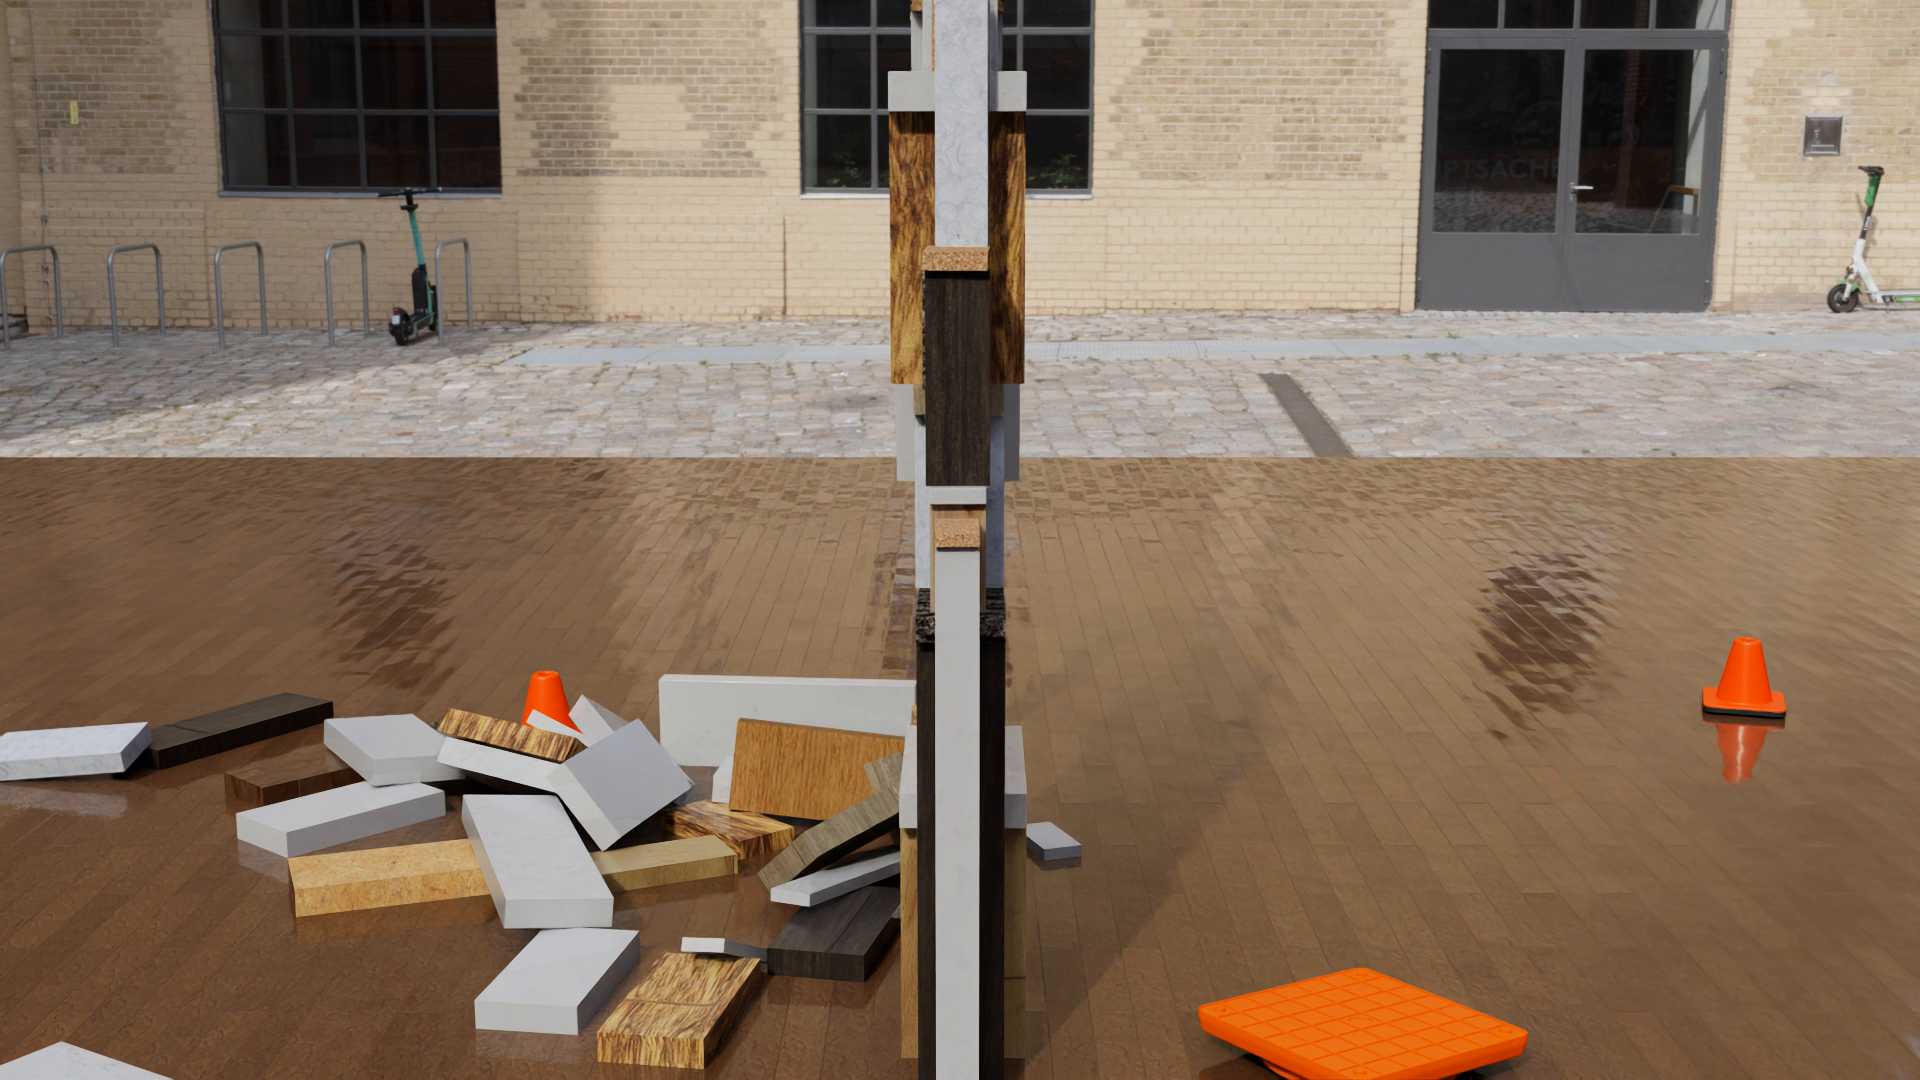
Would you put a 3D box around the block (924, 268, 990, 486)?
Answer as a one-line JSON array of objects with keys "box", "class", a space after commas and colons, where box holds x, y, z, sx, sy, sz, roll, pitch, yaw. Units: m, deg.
[{"box": [-0.003, -0.204, 2.771, 0.081, 0.272, 0.023, 0, 10, 0], "class": "block"}]

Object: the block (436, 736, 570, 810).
[{"box": [-0.777, 0.446, 4.069, 0.369, 0.050, 0.178, 8, -19, 36], "class": "block"}]

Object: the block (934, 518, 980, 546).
[{"box": [-0.004, -0.009, 2.717, 0.054, 0.015, 0.109, 0, 11, -1], "class": "block"}]

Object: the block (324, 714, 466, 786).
[{"box": [-1.104, 0.406, 4.285, 0.178, 0.050, 0.356, -1, 9, -30], "class": "block"}]

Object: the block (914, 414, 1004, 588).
[{"box": [-0.001, -0.056, 2.956, 0.119, 0.238, 0.034, 0, 10, 0], "class": "block"}]

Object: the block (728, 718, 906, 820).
[{"box": [-0.250, 0.426, 4.008, 0.324, 0.162, 0.046, 6, 5, 2], "class": "block"}]

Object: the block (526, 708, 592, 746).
[{"box": [-0.760, 0.401, 4.387, 0.214, 0.030, 0.107, 19, -12, 41], "class": "block"}]

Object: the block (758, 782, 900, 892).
[{"box": [-0.172, 0.485, 3.728, 0.341, 0.046, 0.162, -23, -16, -46], "class": "block"}]

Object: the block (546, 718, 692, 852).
[{"box": [-0.605, 0.433, 3.927, 0.046, 0.162, 0.324, -39, -2, 17], "class": "block"}]

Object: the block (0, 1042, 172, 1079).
[{"box": [-1.152, 0.719, 2.881, 0.239, 0.034, 0.120, 7, 12, 31], "class": "block"}]

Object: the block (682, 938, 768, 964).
[{"box": [-0.349, 0.615, 3.294, 0.072, 0.020, 0.143, -3, -17, 24], "class": "block"}]

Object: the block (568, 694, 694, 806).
[{"box": [-0.641, 0.405, 4.271, 0.175, 0.050, 0.350, 35, -4, -23], "class": "block"}]

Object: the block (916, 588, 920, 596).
[{"box": [-0.002, -0.063, 3.116, 0.119, 0.282, 0.034, 0, 11, 0], "class": "block"}]

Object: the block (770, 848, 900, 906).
[{"box": [-0.181, 0.550, 3.603, 0.072, 0.020, 0.360, 4, 5, 28], "class": "block"}]

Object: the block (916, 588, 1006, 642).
[{"box": [0.001, 0.094, 2.890, 0.113, 0.032, 0.227, 0, 10, 0], "class": "block"}]

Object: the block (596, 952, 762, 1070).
[{"box": [-0.396, 0.667, 3.136, 0.150, 0.043, 0.301, 2, 11, 10], "class": "block"}]

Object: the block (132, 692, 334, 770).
[{"box": [-1.535, 0.396, 4.599, 0.146, 0.041, 0.454, 6, 12, 31], "class": "block"}]

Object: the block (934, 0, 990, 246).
[{"box": [0.003, -0.558, 2.822, 0.068, 0.359, 0.019, 1, 10, 7], "class": "block"}]

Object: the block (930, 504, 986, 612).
[{"box": [-0.003, 0.021, 2.805, 0.071, 0.142, 0.020, 0, 10, 0], "class": "block"}]

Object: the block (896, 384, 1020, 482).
[{"box": [-0.003, -0.350, 3.189, 0.179, 0.528, 0.051, 0, 11, 0], "class": "block"}]

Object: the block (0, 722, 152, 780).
[{"box": [-1.771, 0.419, 4.350, 0.292, 0.041, 0.146, -4, 19, 3], "class": "block"}]

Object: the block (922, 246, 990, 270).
[{"box": [-0.004, -0.359, 2.799, 0.081, 0.023, 0.163, 0, 10, 2], "class": "block"}]

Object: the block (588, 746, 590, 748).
[{"box": [-0.752, 0.427, 4.290, 0.214, 0.030, 0.107, 9, -27, 40], "class": "block"}]

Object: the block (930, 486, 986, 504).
[{"box": [-0.003, -0.068, 2.837, 0.071, 0.020, 0.142, 0, 10, 0], "class": "block"}]

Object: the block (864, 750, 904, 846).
[{"box": [-0.110, 0.463, 3.932, 0.079, 0.158, 0.022, -15, -10, -46], "class": "block"}]

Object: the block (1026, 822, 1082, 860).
[{"box": [0.155, 0.535, 3.912, 0.071, 0.020, 0.142, -4, 11, -20], "class": "block"}]

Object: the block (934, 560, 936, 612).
[{"box": [-0.004, 0.045, 2.765, 0.054, 0.109, 0.015, 0, 11, 0], "class": "block"}]

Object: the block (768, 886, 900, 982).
[{"box": [-0.185, 0.611, 3.441, 0.150, 0.043, 0.301, 2, 11, 12], "class": "block"}]

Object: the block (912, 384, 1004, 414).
[{"box": [-0.003, -0.204, 3.009, 0.119, 0.034, 0.238, 0, 11, 0], "class": "block"}]

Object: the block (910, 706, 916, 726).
[{"box": [-0.003, 0.315, 3.412, 0.148, 0.042, 0.296, 0, 11, 0], "class": "block"}]

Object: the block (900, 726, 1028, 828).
[{"box": [0.005, 0.329, 3.086, 0.170, 0.048, 0.339, 0, 11, 0], "class": "block"}]

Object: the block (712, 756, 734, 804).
[{"box": [-0.277, 0.461, 4.128, 0.350, 0.050, 0.175, 4, 7, 2], "class": "block"}]

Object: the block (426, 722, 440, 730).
[{"box": [-0.960, 0.404, 4.434, 0.214, 0.030, 0.107, 2, -20, 22], "class": "block"}]

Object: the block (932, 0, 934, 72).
[{"box": [-0.003, -0.684, 2.893, 0.068, 0.136, 0.019, 0, 10, 0], "class": "block"}]

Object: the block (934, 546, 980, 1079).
[{"box": [-0.003, 0.376, 2.752, 0.054, 0.755, 0.015, 0, 11, 0], "class": "block"}]

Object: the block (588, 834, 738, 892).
[{"box": [-0.534, 0.556, 3.759, 0.283, 0.034, 0.120, -5, 12, -25], "class": "block"}]

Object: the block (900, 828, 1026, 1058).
[{"box": [0.004, 0.540, 3.010, 0.170, 0.339, 0.048, 0, 11, 0], "class": "block"}]

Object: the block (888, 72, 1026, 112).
[{"box": [-0.003, -0.613, 3.019, 0.179, 0.051, 0.358, 0, 11, 0], "class": "block"}]

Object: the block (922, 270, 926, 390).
[{"box": [-0.007, -0.278, 2.870, 0.081, 0.163, 0.023, 1, 11, 6], "class": "block"}]

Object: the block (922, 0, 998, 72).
[{"box": [0.000, -0.753, 3.063, 0.104, 0.208, 0.029, 0, 8, 0], "class": "block"}]

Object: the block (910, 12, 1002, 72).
[{"box": [-0.005, -0.653, 3.303, 0.136, 0.272, 0.039, 0, 11, 0], "class": "block"}]

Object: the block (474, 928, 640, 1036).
[{"box": [-0.589, 0.647, 3.248, 0.150, 0.043, 0.301, 2, 11, 9], "class": "block"}]

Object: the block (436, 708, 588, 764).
[{"box": [-0.818, 0.412, 4.205, 0.355, 0.050, 0.178, 8, -28, 36], "class": "block"}]

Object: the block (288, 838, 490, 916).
[{"box": [-0.949, 0.563, 3.688, 0.330, 0.047, 0.165, -4, 11, -20], "class": "block"}]

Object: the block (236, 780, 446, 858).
[{"box": [-1.128, 0.501, 4.019, 0.165, 0.047, 0.330, 9, 14, 41], "class": "block"}]

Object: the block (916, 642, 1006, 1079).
[{"box": [0.001, 0.425, 2.875, 0.113, 0.614, 0.032, 0, 10, 0], "class": "block"}]

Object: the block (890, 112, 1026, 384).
[{"box": [-0.003, -0.390, 2.939, 0.179, 0.358, 0.051, 0, 11, 0], "class": "block"}]

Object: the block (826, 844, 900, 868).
[{"box": [-0.151, 0.557, 3.793, 0.143, 0.020, 0.072, -8, 13, -36], "class": "block"}]

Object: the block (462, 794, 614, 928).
[{"box": [-0.710, 0.526, 3.652, 0.165, 0.047, 0.586, 3, 9, -19], "class": "block"}]

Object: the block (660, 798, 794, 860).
[{"box": [-0.420, 0.518, 3.963, 0.120, 0.034, 0.239, -9, 14, -41], "class": "block"}]

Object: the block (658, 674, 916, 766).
[{"box": [-0.342, 0.366, 4.398, 0.513, 0.175, 0.050, 1, 11, 6], "class": "block"}]

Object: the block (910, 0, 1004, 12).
[{"box": [-0.008, -0.822, 3.362, 0.136, 0.039, 0.272, 0, 11, -2], "class": "block"}]

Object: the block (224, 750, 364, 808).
[{"box": [-1.258, 0.456, 4.277, 0.146, 0.041, 0.293, 10, 14, 43], "class": "block"}]
